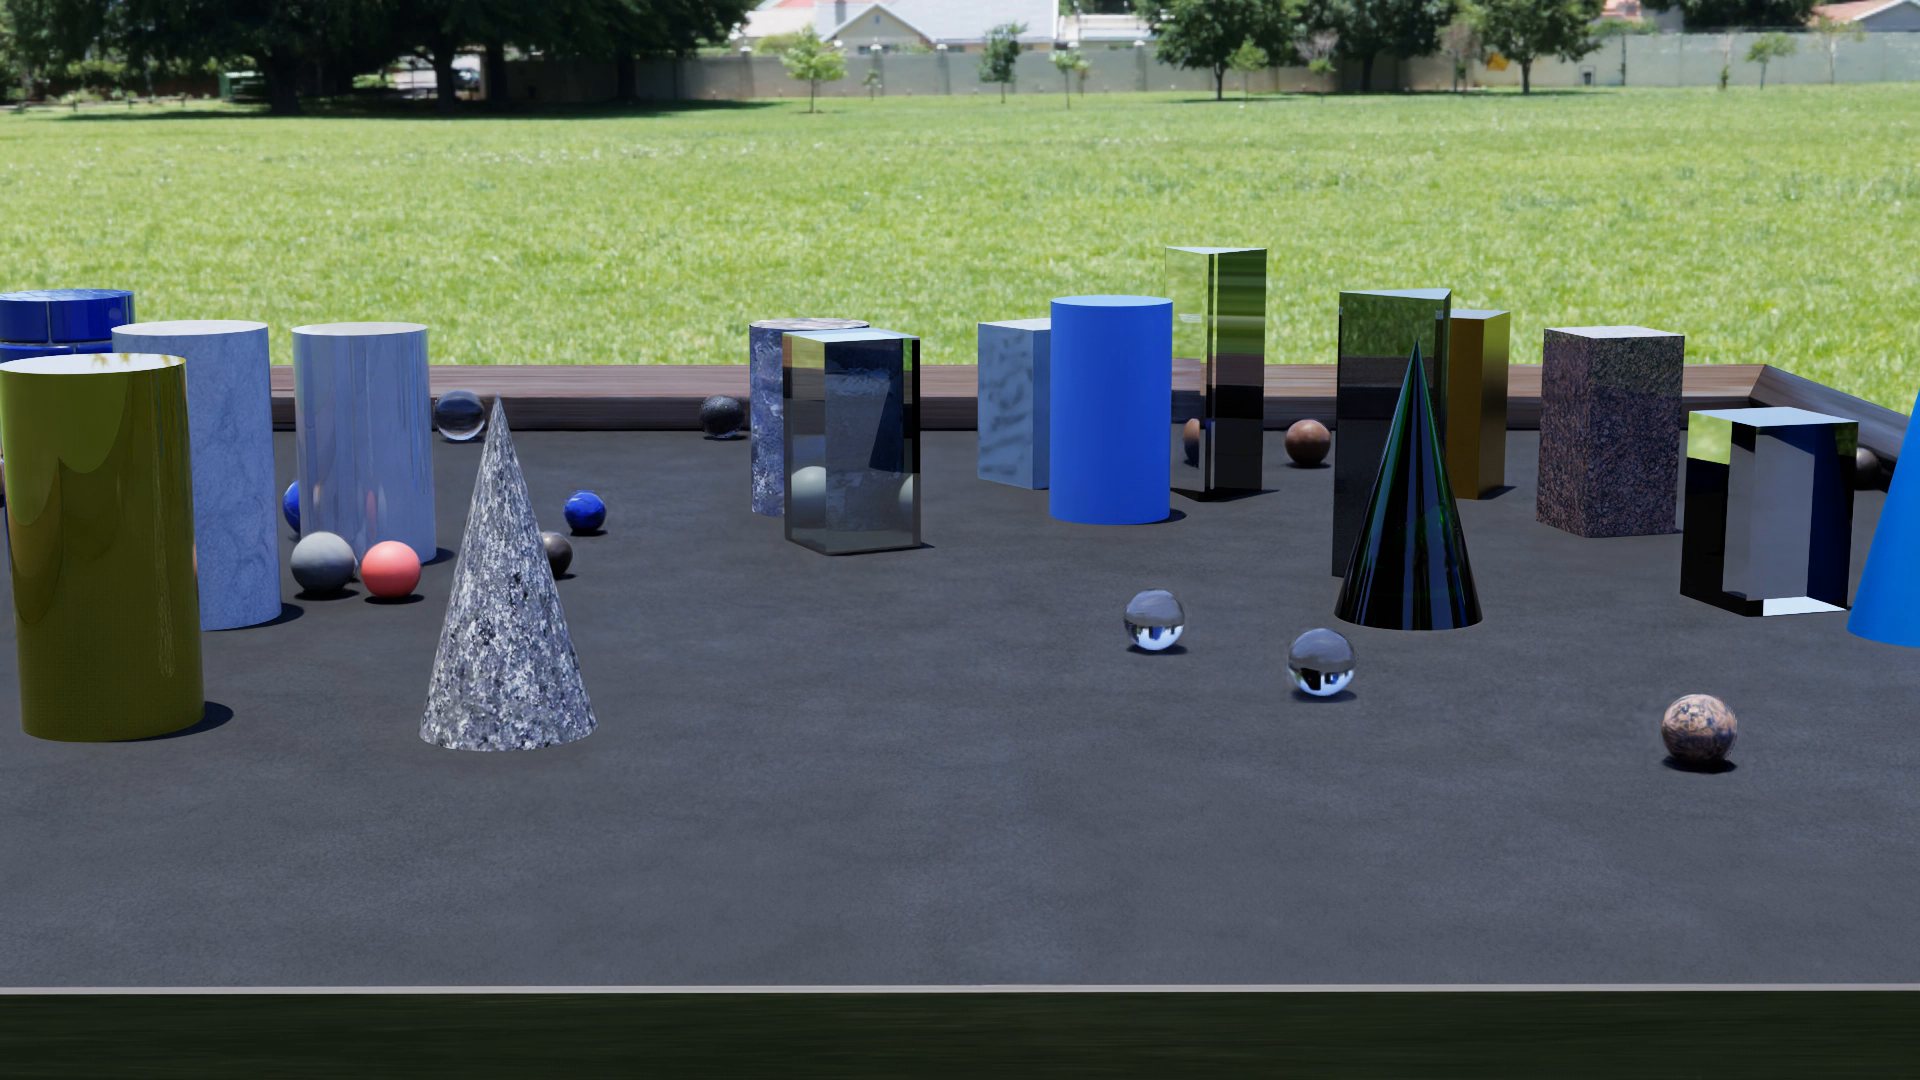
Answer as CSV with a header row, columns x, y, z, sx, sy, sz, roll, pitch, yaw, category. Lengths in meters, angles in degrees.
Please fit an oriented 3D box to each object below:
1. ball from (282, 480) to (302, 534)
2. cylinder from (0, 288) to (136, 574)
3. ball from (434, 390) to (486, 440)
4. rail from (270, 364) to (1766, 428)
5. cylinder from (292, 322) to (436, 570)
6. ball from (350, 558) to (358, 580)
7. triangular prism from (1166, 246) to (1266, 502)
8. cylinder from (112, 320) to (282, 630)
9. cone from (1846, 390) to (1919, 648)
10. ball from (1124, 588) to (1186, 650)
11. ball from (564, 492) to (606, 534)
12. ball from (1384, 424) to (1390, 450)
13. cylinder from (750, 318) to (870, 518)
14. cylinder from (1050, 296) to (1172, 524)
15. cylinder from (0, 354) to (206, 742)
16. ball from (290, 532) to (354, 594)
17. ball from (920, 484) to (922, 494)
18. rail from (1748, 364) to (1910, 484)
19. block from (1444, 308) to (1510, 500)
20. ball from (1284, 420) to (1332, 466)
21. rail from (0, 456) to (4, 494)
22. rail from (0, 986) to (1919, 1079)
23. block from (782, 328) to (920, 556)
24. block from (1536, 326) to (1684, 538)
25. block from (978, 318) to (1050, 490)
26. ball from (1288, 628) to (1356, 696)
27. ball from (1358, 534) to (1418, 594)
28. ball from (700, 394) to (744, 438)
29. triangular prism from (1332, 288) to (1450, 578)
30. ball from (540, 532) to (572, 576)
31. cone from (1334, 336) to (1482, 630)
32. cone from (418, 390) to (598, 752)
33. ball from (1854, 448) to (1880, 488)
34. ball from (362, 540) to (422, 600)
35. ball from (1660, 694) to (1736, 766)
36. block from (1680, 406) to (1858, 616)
x,y,z,sx,sy,sz,roll,pitch,yaw,category
-1.006,-0.052,4.000,0.097,0.097,0.097,0,10,0,ball
-1.295,-0.158,3.739,0.197,0.399,0.197,0,10,0,cylinder
-0.981,-0.245,5.037,0.099,0.099,0.099,0,10,0,ball
-0.010,-0.287,5.178,3.287,0.128,0.045,0,10,0,rail
-0.885,-0.143,3.814,0.197,0.344,0.197,0,10,0,cylinder
-0.881,0.038,3.665,0.041,0.041,0.041,0,10,0,ball
0.410,-0.289,4.400,0.148,0.418,0.171,9,14,41,triangular prism
-1.011,-0.089,3.404,0.197,0.387,0.197,0,10,0,cylinder
1.256,-0.100,3.295,0.197,0.447,0.197,0,10,0,cone
0.245,0.100,3.231,0.078,0.078,0.078,0,10,0,ball
-0.590,-0.043,4.039,0.065,0.065,0.065,0,10,0,ball
0.836,-0.194,4.829,0.074,0.074,0.074,0,10,0,ball
-0.247,-0.204,4.239,0.197,0.308,0.197,0,10,0,cylinder
0.245,-0.215,4.180,0.197,0.351,0.197,0,10,0,cylinder
-0.953,0.004,2.855,0.197,0.403,0.197,0,10,0,cylinder
-0.886,0.033,3.568,0.087,0.087,0.087,0,10,0,ball
-0.109,-0.084,4.186,0.092,0.092,0.092,0,10,0,ball
1.620,0.031,3.458,0.045,0.128,3.564,0,10,0,rail
0.845,-0.238,4.429,0.158,0.307,0.158,6,12,27,block
0.640,-0.179,4.718,0.085,0.085,0.085,0,10,0,ball
-1.620,0.035,3.440,0.045,0.128,3.564,0,10,0,rail
0.010,0.353,1.720,3.287,0.128,0.045,0,10,0,rail
-0.166,-0.153,3.927,0.158,0.323,0.158,-5,12,-27,block
1.030,-0.175,4.070,0.158,0.312,0.158,-3,11,-16,block
0.142,-0.244,4.539,0.158,0.277,0.158,-8,13,-36,block
0.423,0.143,2.996,0.079,0.079,0.079,0,10,0,ball
0.597,0.033,3.580,0.083,0.083,0.083,0,10,0,ball
-0.470,-0.244,5.068,0.085,0.085,0.085,0,10,0,ball
0.650,-0.149,3.665,0.171,0.410,0.148,10,15,44,triangular prism
-0.591,0.021,3.688,0.067,0.067,0.067,0,10,0,ball
0.601,-0.084,3.409,0.197,0.375,0.197,0,10,0,cone
-0.502,0.023,2.820,0.197,0.380,0.197,0,10,0,cone
1.564,-0.126,4.471,0.070,0.070,0.070,0,10,0,ball
-0.784,0.042,3.537,0.081,0.081,0.081,0,10,0,ball
0.777,0.200,2.700,0.075,0.075,0.075,0,10,0,ball
1.102,-0.041,3.502,0.158,0.257,0.158,-3,11,-17,block
